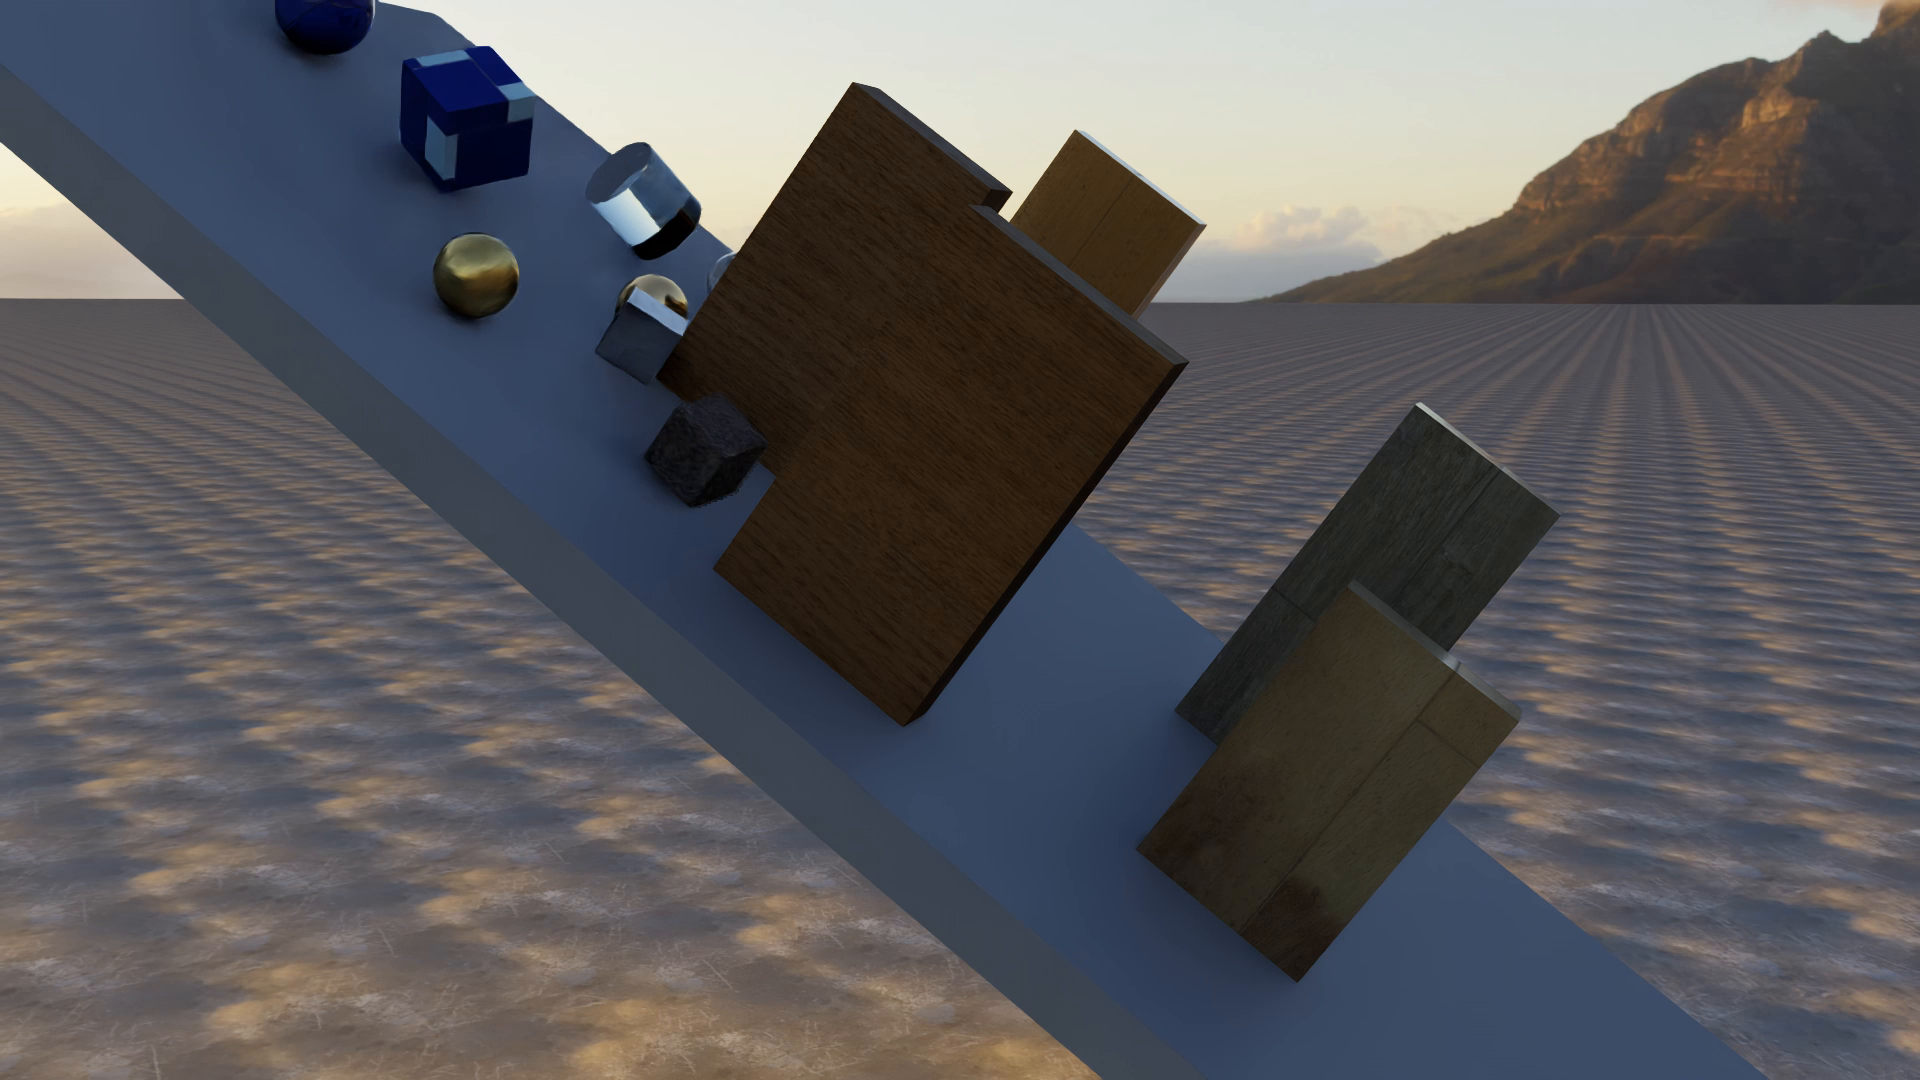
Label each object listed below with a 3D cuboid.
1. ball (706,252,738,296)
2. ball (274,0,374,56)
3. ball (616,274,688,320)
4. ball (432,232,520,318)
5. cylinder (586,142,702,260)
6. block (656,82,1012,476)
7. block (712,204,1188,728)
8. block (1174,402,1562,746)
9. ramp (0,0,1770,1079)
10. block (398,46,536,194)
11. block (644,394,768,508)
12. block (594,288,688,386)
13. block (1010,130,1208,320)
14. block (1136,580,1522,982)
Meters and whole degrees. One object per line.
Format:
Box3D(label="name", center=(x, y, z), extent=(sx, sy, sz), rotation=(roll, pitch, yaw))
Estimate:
Box3D(label="ball", center=(-0.467, -0.540, 4.656), extent=(0.138, 0.138, 0.138), rotation=(0, 7, 0))
Box3D(label="ball", center=(-1.263, -1.062, 4.373), extent=(0.193, 0.193, 0.193), rotation=(0, 7, 0))
Box3D(label="ball", center=(-0.576, -0.430, 4.114), extent=(0.134, 0.134, 0.134), rotation=(0, 7, 0))
Box3D(label="ball", center=(-0.803, -0.440, 3.653), extent=(0.141, 0.141, 0.141), rotation=(0, 7, 0))
Box3D(label="cylinder", center=(-0.658, -0.706, 4.580), extent=(0.172, 0.172, 0.172), rotation=(7, -32, 44))
Box3D(label="block", center=(-0.231, -0.460, 3.977), extent=(0.316, 0.649, 0.142), rotation=(39, 16, 9))
Box3D(label="block", center=(-0.021, -0.110, 3.335), extent=(0.387, 0.692, 0.114), rotation=(39, 16, 9))
Box3D(label="block", center=(0.770, 0.138, 4.190), extent=(0.332, 0.750, 0.093), rotation=(39, 16, 9))
Box3D(label="ramp", center=(-0.058, 0.119, 4.067), extent=(4.000, 0.100, 2.000), rotation=(39, 16, 9))
Box3D(label="block", center=(-0.942, -0.804, 4.194), extent=(0.181, 0.181, 0.181), rotation=(-20, 53, -33))
Box3D(label="block", center=(-0.415, -0.147, 3.591), extent=(0.118, 0.118, 0.118), rotation=(47, 33, 13))
Box3D(label="block", center=(-0.575, -0.368, 3.978), extent=(0.114, 0.114, 0.114), rotation=(33, 16, -12))
Box3D(label="block", center=(0.179, -0.492, 4.790), extent=(0.337, 0.729, 0.093), rotation=(39, 16, 9))
Box3D(label="block", center=(0.576, 0.379, 3.460), extent=(0.327, 0.546, 0.091), rotation=(39, 16, 9))
